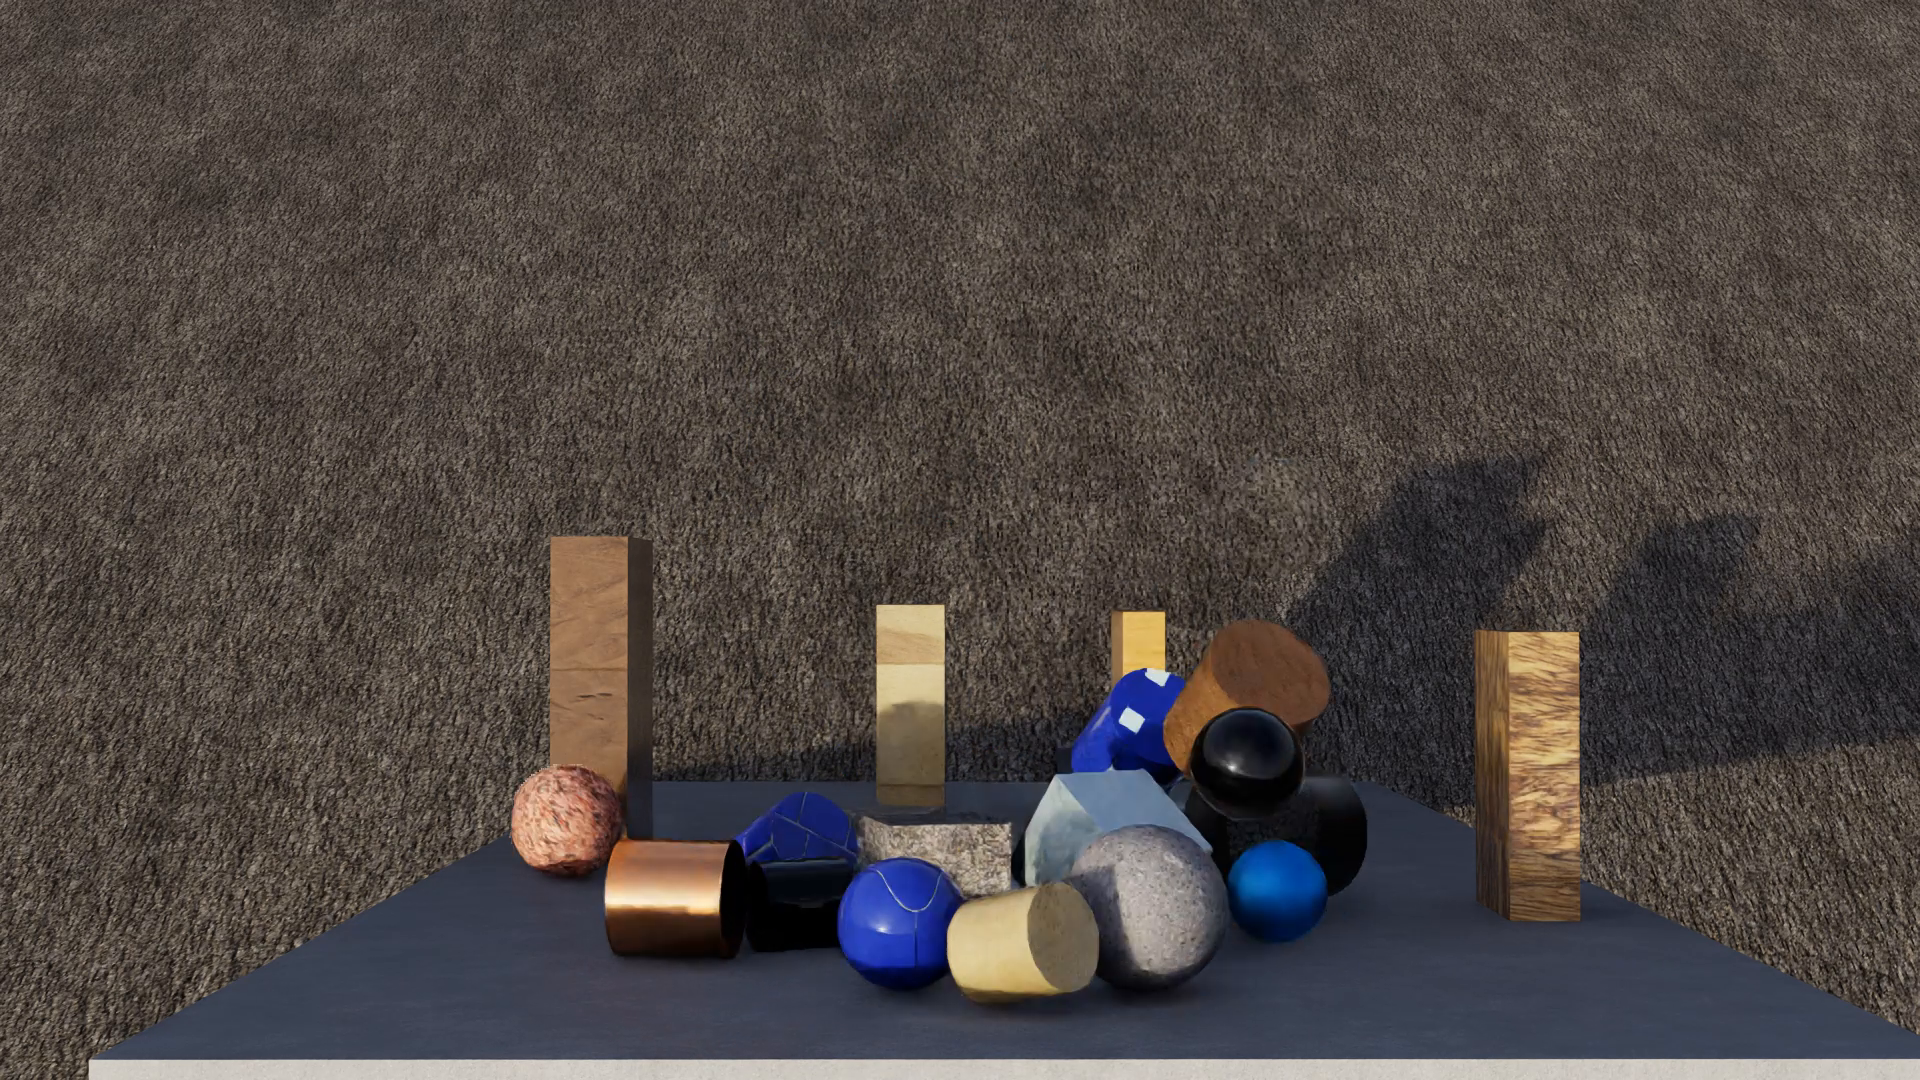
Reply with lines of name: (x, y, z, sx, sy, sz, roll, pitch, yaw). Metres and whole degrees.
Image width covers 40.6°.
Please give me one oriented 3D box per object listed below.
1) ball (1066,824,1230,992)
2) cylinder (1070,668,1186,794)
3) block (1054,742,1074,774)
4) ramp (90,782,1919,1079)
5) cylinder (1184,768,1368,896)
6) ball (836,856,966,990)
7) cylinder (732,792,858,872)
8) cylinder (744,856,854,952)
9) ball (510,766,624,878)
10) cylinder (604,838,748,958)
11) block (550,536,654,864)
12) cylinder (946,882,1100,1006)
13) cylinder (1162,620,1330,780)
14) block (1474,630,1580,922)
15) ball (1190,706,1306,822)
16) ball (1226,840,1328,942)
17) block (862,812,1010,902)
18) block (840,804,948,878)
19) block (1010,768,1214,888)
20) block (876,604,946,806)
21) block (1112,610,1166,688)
ball: (0.231, 0.458, 3.230, 0.207, 0.207, 0.207, 0, 33, 0)
cylinder: (0.340, 0.381, 4.880, 0.204, 0.204, 0.204, 11, 54, -15)
block: (0.308, 0.532, 6.054, 0.117, 0.117, 0.117, -5, 4, 38)
ramp: (0.073, 0.641, 4.756, 2.000, 0.100, 4.000, 0, -1, 0)
cylinder: (0.500, 0.465, 4.127, 0.210, 0.210, 0.210, 7, 22, -43)
ball: (-0.071, 0.479, 3.240, 0.166, 0.166, 0.166, 0, 33, 0)
cylinder: (-0.254, 0.473, 3.862, 0.149, 0.149, 0.149, 21, 51, -28)
cylinder: (-0.224, 0.505, 3.597, 0.125, 0.125, 0.125, -1, 31, -23)
ball: (-0.681, 0.489, 4.495, 0.195, 0.195, 0.195, 0, 33, 0)
cylinder: (-0.386, 0.488, 3.541, 0.158, 0.158, 0.158, 0, 33, 9)
block: (-0.679, 0.296, 4.938, 0.141, 0.597, 0.392, 0, -1, 0)
cylinder: (0.075, 0.481, 3.081, 0.129, 0.129, 0.129, -19, 17, 40)
cylinder: (0.435, 0.257, 3.955, 0.195, 0.195, 0.195, 12, 47, -13)
block: (0.881, 0.359, 4.039, 0.106, 0.435, 0.258, 0, -1, 0)
ball: (0.326, 0.254, 2.942, 0.130, 0.130, 0.130, 0, 33, 0)
ball: (0.450, 0.498, 3.681, 0.144, 0.144, 0.144, 0, 33, 0)
block: (-0.035, 0.483, 3.678, 0.174, 0.174, 0.174, 0, -1, -14)
block: (-0.115, 0.500, 4.071, 0.154, 0.154, 0.154, 0, -1, 15)
block: (0.209, 0.447, 3.640, 0.173, 0.173, 0.173, 1, 36, -40)
block: (-0.102, 0.371, 5.529, 0.140, 0.468, 0.411, 0, -1, 0)
block: (0.357, 0.371, 5.204, 0.085, 0.456, 0.362, 0, -1, 0)
